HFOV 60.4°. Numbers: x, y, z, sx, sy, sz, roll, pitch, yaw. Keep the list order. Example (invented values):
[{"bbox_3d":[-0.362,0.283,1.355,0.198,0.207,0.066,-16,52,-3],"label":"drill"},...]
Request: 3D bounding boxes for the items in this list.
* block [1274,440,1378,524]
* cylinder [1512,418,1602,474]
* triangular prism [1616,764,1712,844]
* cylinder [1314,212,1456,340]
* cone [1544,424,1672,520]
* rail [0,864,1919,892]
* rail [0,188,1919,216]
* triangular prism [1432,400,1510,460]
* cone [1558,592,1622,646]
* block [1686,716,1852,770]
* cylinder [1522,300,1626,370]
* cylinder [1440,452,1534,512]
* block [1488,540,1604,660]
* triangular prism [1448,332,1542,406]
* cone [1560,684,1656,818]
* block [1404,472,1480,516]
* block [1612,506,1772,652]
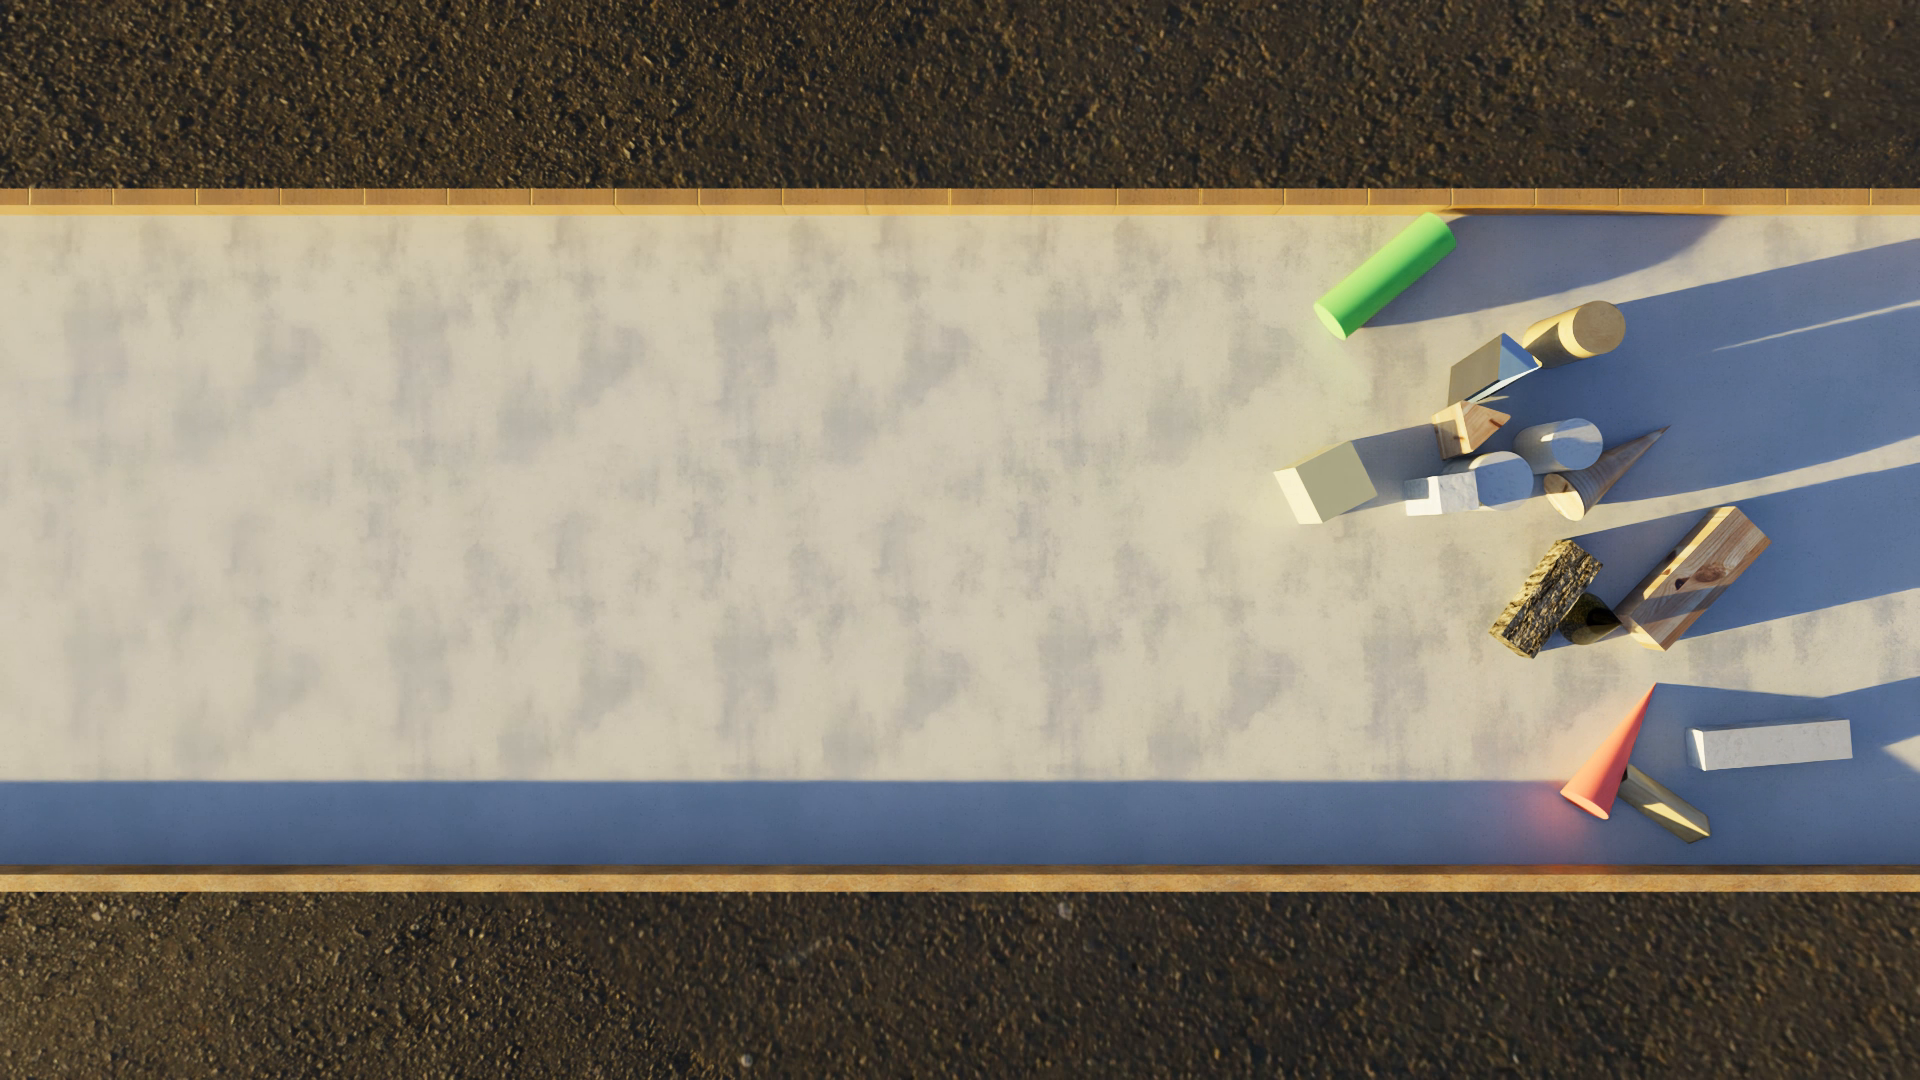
[{"bbox_3d":[1.085,-0.169,4.914,0.179,0.324,0.179,-27,90,0],"label":"block"},{"bbox_3d":[1.772,-0.276,4.906,0.149,0.340,0.149,0,90,0],"label":"cylinder"},{"bbox_3d":[2.144,0.807,5.029,0.305,0.090,0.103,34,90,0],"label":"triangular prism"},{"bbox_3d":[1.290,-0.800,5.005,0.435,0.141,0.141,-39,90,0],"label":"cylinder"},{"bbox_3d":[2.010,-0.243,5.035,0.436,0.166,0.166,-32,90,-11],"label":"cone"},{"bbox_3d":[-2.247,1.025,5.001,12.000,0.150,0.050,0,90,0],"label":"rail"},{"bbox_3d":[-2.247,-1.025,5.002,12.000,0.150,0.050,0,90,0],"label":"rail"},{"bbox_3d":[1.482,-0.344,4.883,0.145,0.380,0.126,-42,86,2],"label":"triangular prism"},{"bbox_3d":[1.919,0.242,4.925,0.163,0.302,0.163,0,90,0],"label":"cone"},{"bbox_3d":[2.459,0.616,5.019,0.445,0.116,0.116,-5,90,0],"label":"block"},{"bbox_3d":[1.806,-0.602,4.869,0.152,0.414,0.152,0,90,0],"label":"cylinder"},{"bbox_3d":[1.556,-0.171,4.893,0.172,0.362,0.172,0,91,1],"label":"cylinder"},{"bbox_3d":[1.779,0.180,5.015,0.122,0.122,0.353,37,90,0],"label":"block"},{"bbox_3d":[1.563,-0.508,4.908,0.145,0.331,0.126,-20,83,-12],"label":"triangular prism"},{"bbox_3d":[2.019,0.619,5.039,0.152,0.152,0.451,34,80,0],"label":"cone"},{"bbox_3d":[1.419,-0.135,4.877,0.108,0.397,0.108,-7,90,2],"label":"block"},{"bbox_3d":[2.212,0.116,5.001,0.152,0.152,0.456,44,90,0],"label":"block"}]
